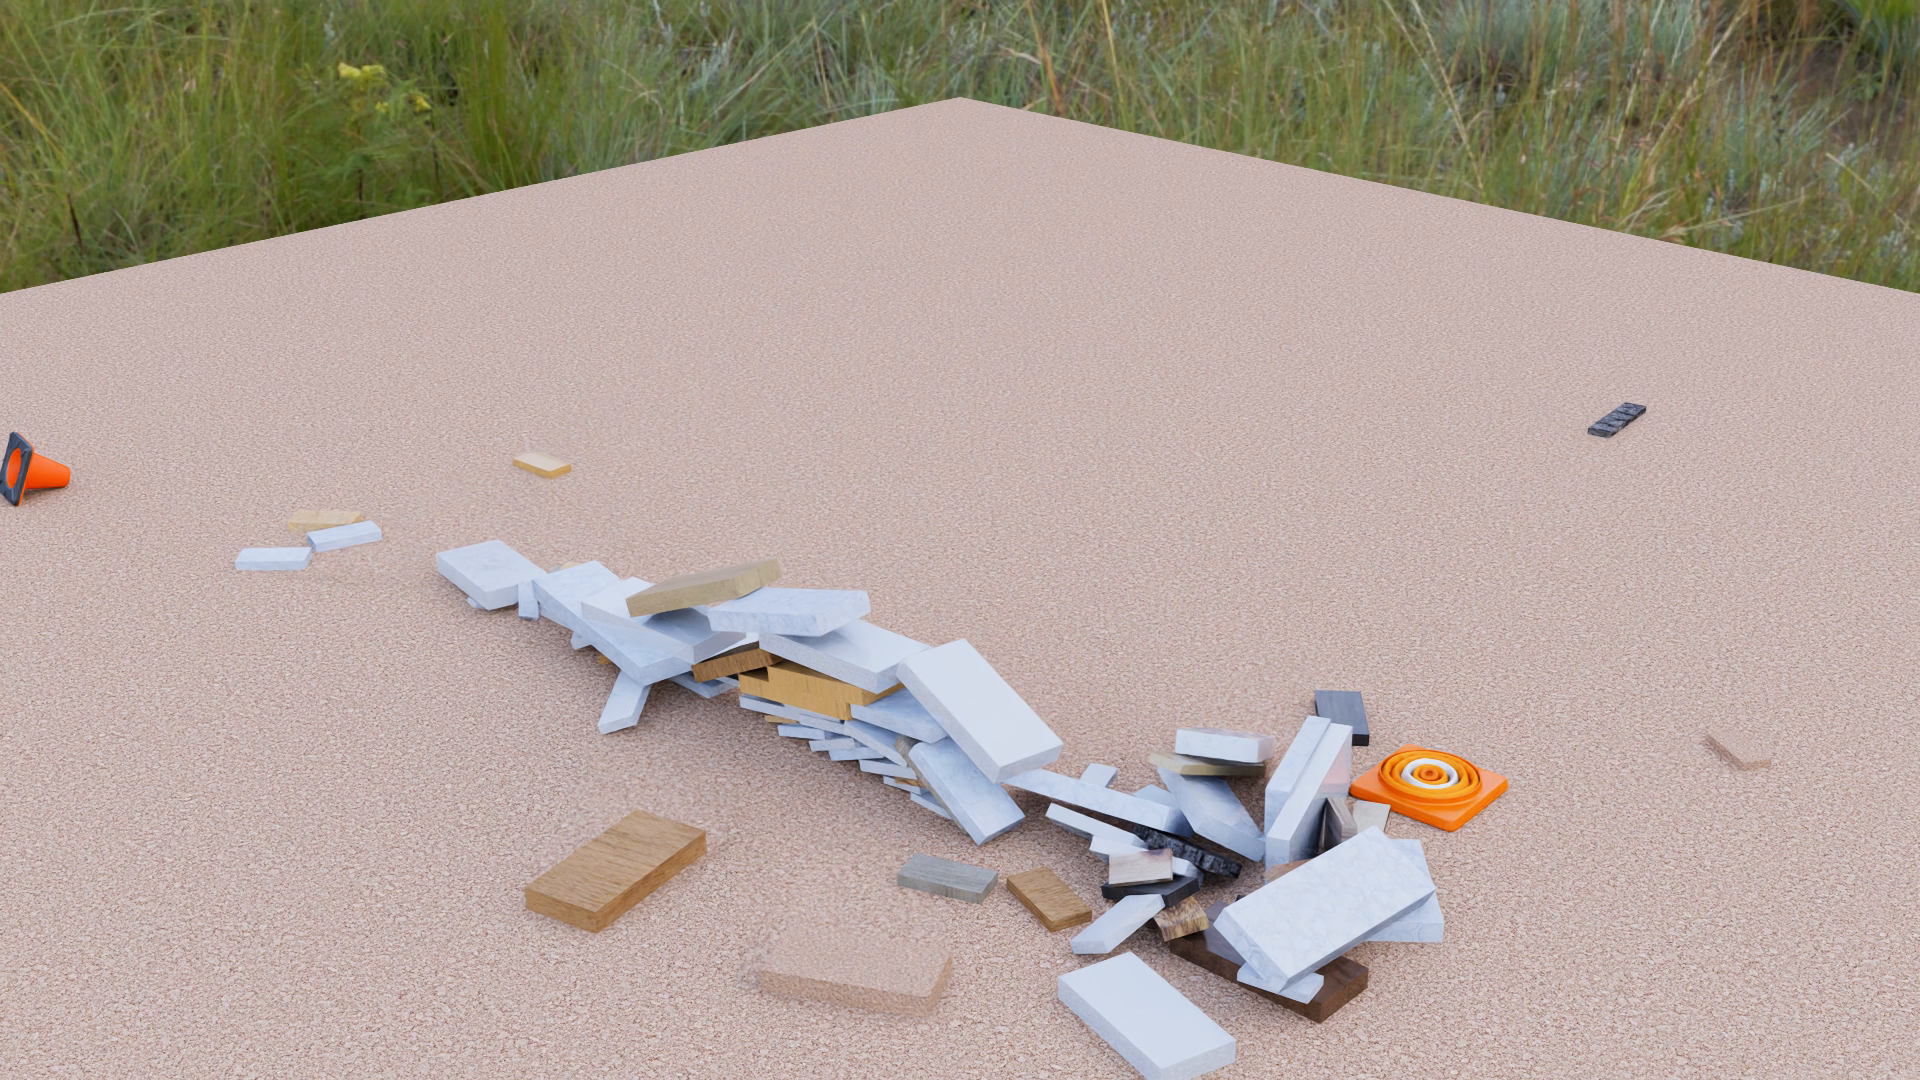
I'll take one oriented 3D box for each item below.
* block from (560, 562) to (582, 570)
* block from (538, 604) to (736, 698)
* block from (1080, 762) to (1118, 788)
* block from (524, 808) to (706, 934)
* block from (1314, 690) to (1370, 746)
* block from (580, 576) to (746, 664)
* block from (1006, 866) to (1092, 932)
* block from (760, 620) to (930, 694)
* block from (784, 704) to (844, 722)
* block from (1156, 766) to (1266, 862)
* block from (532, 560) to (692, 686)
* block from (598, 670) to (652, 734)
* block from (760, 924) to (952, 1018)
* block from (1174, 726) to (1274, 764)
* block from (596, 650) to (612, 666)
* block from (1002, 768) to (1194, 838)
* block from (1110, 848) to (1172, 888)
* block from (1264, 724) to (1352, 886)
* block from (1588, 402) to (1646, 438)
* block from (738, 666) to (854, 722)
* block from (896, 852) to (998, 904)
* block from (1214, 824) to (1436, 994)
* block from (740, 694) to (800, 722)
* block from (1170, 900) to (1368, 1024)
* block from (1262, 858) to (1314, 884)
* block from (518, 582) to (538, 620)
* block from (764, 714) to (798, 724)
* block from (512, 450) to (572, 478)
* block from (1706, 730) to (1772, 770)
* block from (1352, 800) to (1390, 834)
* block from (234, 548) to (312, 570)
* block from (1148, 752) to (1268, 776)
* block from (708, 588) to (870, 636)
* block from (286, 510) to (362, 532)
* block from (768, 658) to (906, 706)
[{"bbox_3d":[-0.948,0.074,5.510,0.096,0.014,0.048,6,24,15],"label":"block"},{"bbox_3d":[-0.766,0.245,5.154,0.645,0.023,0.080,21,31,40],"label":"block"},{"bbox_3d":[0.280,0.501,4.558,0.059,0.017,0.119,9,25,20],"label":"block"},{"bbox_3d":[-0.656,0.630,4.213,0.169,0.048,0.338,13,26,28],"label":"block"},{"bbox_3d":[0.833,0.389,4.808,0.102,0.029,0.203,2,23,4],"label":"block"},{"bbox_3d":[-0.672,0.179,4.971,0.372,0.045,0.160,18,32,37],"label":"block"},{"bbox_3d":[0.167,0.675,4.138,0.087,0.025,0.174,-11,25,-25],"label":"block"},{"bbox_3d":[-0.242,0.224,4.603,0.334,0.047,0.167,18,29,36],"label":"block"},{"bbox_3d":[-0.285,0.350,4.687,0.173,0.024,0.086,9,22,43],"label":"block"},{"bbox_3d":[0.497,0.526,4.347,0.148,0.042,0.295,27,11,-17],"label":"block"},{"bbox_3d":[-0.790,0.185,5.079,0.169,0.048,0.564,-18,29,-30],"label":"block"},{"bbox_3d":[-0.728,0.319,4.914,0.084,0.024,0.365,-17,24,13],"label":"block"},{"bbox_3d":[-0.182,0.764,3.905,0.308,0.044,0.154,6,24,15],"label":"block"},{"bbox_3d":[0.549,0.421,4.533,0.163,0.046,0.327,6,-2,14],"label":"block"},{"bbox_3d":[-0.788,0.229,5.100,0.084,0.024,0.167,-19,24,8],"label":"block"},{"bbox_3d":[0.269,0.512,4.380,0.376,0.047,0.167,14,-6,27],"label":"block"},{"bbox_3d":[0.339,0.615,4.126,0.119,0.017,0.059,-9,56,19],"label":"block"},{"bbox_3d":[0.685,0.535,4.302,0.044,0.154,0.489,8,24,22],"label":"block"},{"bbox_3d":[1.969,-0.360,6.584,0.067,0.019,0.288,16,28,34],"label":"block"},{"bbox_3d":[-0.305,0.313,4.704,0.144,0.041,0.354,-21,21,-41],"label":"block"},{"bbox_3d":[-0.024,0.647,4.205,0.174,0.025,0.087,9,25,21],"label":"block"},{"bbox_3d":[0.659,0.655,3.935,0.456,0.046,0.163,-18,55,-43],"label":"block"},{"bbox_3d":[-0.383,0.355,4.797,0.194,0.024,0.086,8,22,42],"label":"block"},{"bbox_3d":[0.551,0.752,3.936,0.326,0.042,0.148,20,30,39],"label":"block"},{"bbox_3d":[0.645,0.642,4.057,0.203,0.029,0.102,3,49,-54],"label":"block"},{"bbox_3d":[-1.043,0.147,5.312,0.048,0.014,0.096,8,56,-24],"label":"block"},{"bbox_3d":[-0.372,0.382,4.795,0.106,0.015,0.053,-1,15,46],"label":"block"},{"bbox_3d":[-1.184,-0.213,6.235,0.159,0.023,0.080,18,29,37],"label":"block"},{"bbox_3d":[1.658,0.447,4.682,0.068,0.019,0.136,-6,24,-13],"label":"block"},{"bbox_3d":[0.818,0.566,4.402,0.068,0.019,0.136,7,24,16],"label":"block"},{"bbox_3d":[-1.752,0.048,5.617,0.173,0.024,0.086,-1,23,-2],"label":"block"},{"bbox_3d":[0.506,0.455,4.461,0.075,0.021,0.380,20,5,34],"label":"block"},{"bbox_3d":[-0.361,0.150,4.631,0.320,0.045,0.160,1,17,41],"label":"block"},{"bbox_3d":[-1.689,-0.050,5.847,0.173,0.024,0.086,2,23,4],"label":"block"},{"bbox_3d":[-0.255,0.284,4.634,0.289,0.041,0.144,9,22,43],"label":"block"}]
